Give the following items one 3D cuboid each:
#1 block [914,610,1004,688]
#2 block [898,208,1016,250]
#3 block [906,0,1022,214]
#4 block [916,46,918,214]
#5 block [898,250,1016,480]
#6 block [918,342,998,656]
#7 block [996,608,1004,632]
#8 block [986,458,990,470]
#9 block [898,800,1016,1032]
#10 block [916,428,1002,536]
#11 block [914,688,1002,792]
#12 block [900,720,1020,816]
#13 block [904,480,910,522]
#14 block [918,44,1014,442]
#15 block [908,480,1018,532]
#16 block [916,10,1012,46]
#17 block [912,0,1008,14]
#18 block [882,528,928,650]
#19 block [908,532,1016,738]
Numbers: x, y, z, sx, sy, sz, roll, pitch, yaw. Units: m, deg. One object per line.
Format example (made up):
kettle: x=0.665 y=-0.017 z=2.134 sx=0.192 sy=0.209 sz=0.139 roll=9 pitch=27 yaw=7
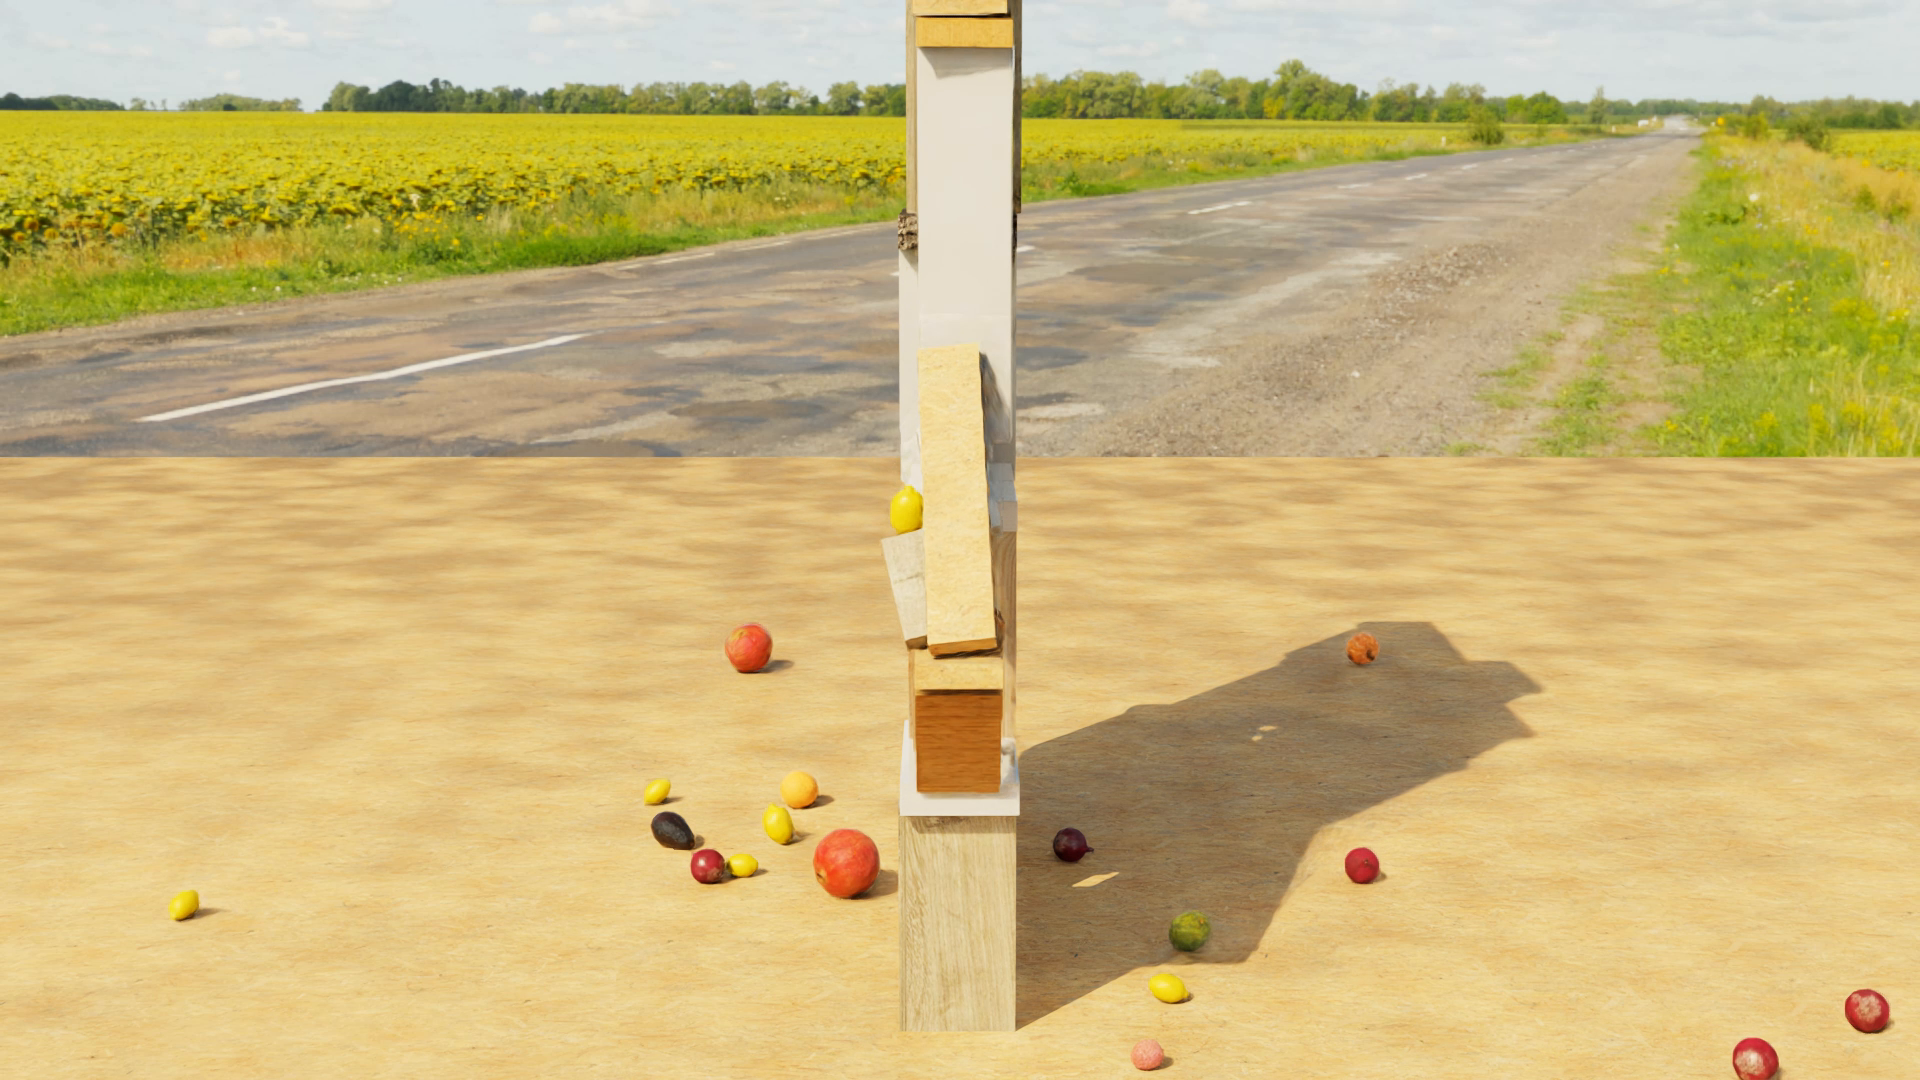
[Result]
block: x=-0.001 y=0.143 z=2.900 sx=0.113 sy=0.032 sz=0.226 roll=0 pitch=16 yaw=0
block: x=-0.004 y=-0.480 z=3.380 sx=0.174 sy=0.049 sz=0.347 roll=0 pitch=10 yaw=0
block: x=0.006 y=-0.665 z=3.298 sx=0.172 sy=0.345 sz=0.049 roll=0 pitch=10 yaw=1
block: x=0.002 y=-0.607 z=3.210 sx=0.131 sy=0.261 sz=0.037 roll=-1 pitch=11 yaw=-5
block: x=-0.003 y=-0.264 z=3.302 sx=0.174 sy=0.347 sz=0.049 roll=0 pitch=11 yaw=0
block: x=-0.006 y=-0.065 z=2.947 sx=0.086 sy=0.024 sz=0.506 roll=-7 pitch=52 yaw=5
block: x=0.010 y=0.081 z=2.895 sx=0.056 sy=0.016 sz=0.112 roll=-18 pitch=51 yaw=-14
block: x=0.009 y=0.008 z=2.985 sx=0.056 sy=0.016 sz=0.318 roll=1 pitch=48 yaw=2
block: x=-0.004 y=0.529 z=3.100 sx=0.164 sy=0.328 sz=0.046 roll=0 pitch=10 yaw=0
block: x=-0.002 y=-0.081 z=3.013 sx=0.086 sy=0.172 sz=0.024 roll=-9 pitch=-29 yaw=-6
block: x=-0.002 y=0.260 z=2.921 sx=0.113 sy=0.226 sz=0.032 roll=0 pitch=50 yaw=0
block: x=-0.001 y=0.325 z=3.173 sx=0.164 sy=0.046 sz=0.328 roll=0 pitch=11 yaw=0
block: x=-0.002 y=-0.256 z=3.540 sx=0.174 sy=0.450 sz=0.049 roll=0 pitch=10 yaw=0
block: x=0.008 y=-0.412 z=3.090 sx=0.130 sy=0.553 sz=0.037 roll=1 pitch=14 yaw=5
block: x=0.002 y=-0.063 z=3.293 sx=0.157 sy=0.044 sz=0.314 roll=0 pitch=11 yaw=0
block: x=0.003 y=-0.727 z=3.093 sx=0.131 sy=0.037 sz=0.261 roll=0 pitch=18 yaw=-1
block: x=-0.002 y=-0.844 z=2.977 sx=0.128 sy=0.257 sz=0.036 roll=-1 pitch=10 yaw=-6
block: x=-0.045 y=0.061 z=2.890 sx=0.086 sy=0.024 sz=0.172 roll=-14 pitch=51 yaw=-1
block: x=0.003 y=0.133 z=3.222 sx=0.157 sy=0.314 sz=0.044 roll=0 pitch=11 yaw=0
